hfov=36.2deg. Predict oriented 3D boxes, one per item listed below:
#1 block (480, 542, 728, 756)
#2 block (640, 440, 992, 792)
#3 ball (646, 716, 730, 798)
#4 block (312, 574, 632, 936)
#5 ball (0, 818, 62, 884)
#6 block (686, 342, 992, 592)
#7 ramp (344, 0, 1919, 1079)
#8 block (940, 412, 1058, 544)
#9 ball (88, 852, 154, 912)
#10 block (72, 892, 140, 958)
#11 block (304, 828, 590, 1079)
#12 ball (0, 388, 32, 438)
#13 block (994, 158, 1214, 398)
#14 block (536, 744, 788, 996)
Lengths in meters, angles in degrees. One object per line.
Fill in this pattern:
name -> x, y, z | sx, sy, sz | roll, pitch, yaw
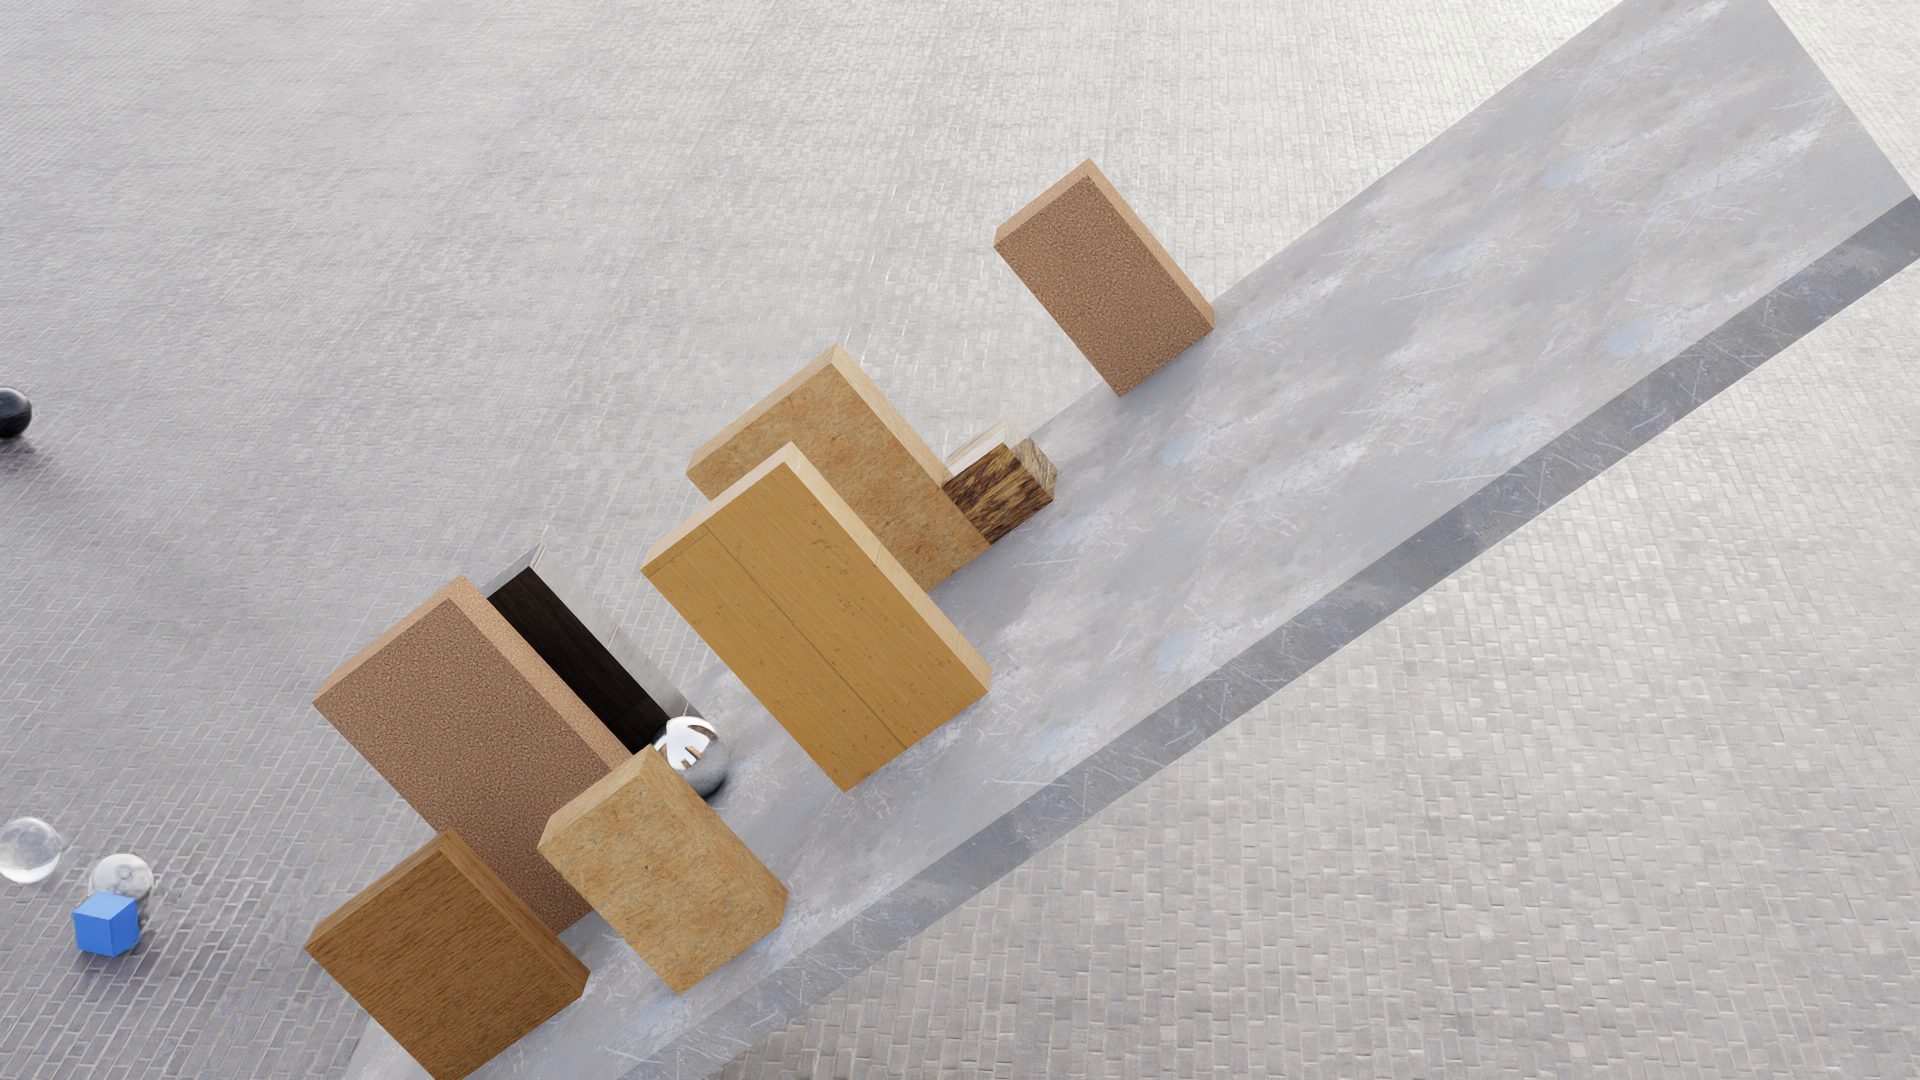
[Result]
block -> -0.901, 0.371, 6.843 | 0.364, 0.654, 0.135 | -36, 16, 18
block -> -0.289, 0.163, 5.991 | 0.386, 0.639, 0.109 | -36, 16, 18
ball -> -0.622, 0.498, 6.697 | 0.195, 0.195, 0.195 | 0, 24, 0
block -> -1.017, 0.495, 6.569 | 0.423, 0.768, 0.126 | -36, 16, 18
ball -> -2.504, 0.834, 7.896 | 0.177, 0.177, 0.177 | 0, 24, 0
block -> -0.274, -0.095, 6.785 | 0.441, 0.567, 0.136 | -36, 16, 18
ramp -> 0.121, 0.185, 6.341 | 4.000, 0.100, 2.000 | -36, 16, 18
block -> 0.092, -0.142, 6.768 | 0.182, 0.182, 0.182 | -36, 16, 19
ball -> -2.209, 0.907, 7.745 | 0.164, 0.164, 0.164 | 0, 24, 0
block -> -2.209, 0.994, 7.611 | 0.112, 0.112, 0.112 | 9, 25, 19
block -> -1.090, 0.895, 6.263 | 0.400, 0.443, 0.097 | -36, 16, 18
ball -> -3.518, -0.469, 10.851 | 0.184, 0.184, 0.184 | 0, 24, 0
block -> 0.340, -0.615, 6.914 | 0.280, 0.476, 0.141 | -36, 16, 18
block -> -0.581, 0.649, 5.777 | 0.269, 0.417, 0.129 | -36, 16, 18
